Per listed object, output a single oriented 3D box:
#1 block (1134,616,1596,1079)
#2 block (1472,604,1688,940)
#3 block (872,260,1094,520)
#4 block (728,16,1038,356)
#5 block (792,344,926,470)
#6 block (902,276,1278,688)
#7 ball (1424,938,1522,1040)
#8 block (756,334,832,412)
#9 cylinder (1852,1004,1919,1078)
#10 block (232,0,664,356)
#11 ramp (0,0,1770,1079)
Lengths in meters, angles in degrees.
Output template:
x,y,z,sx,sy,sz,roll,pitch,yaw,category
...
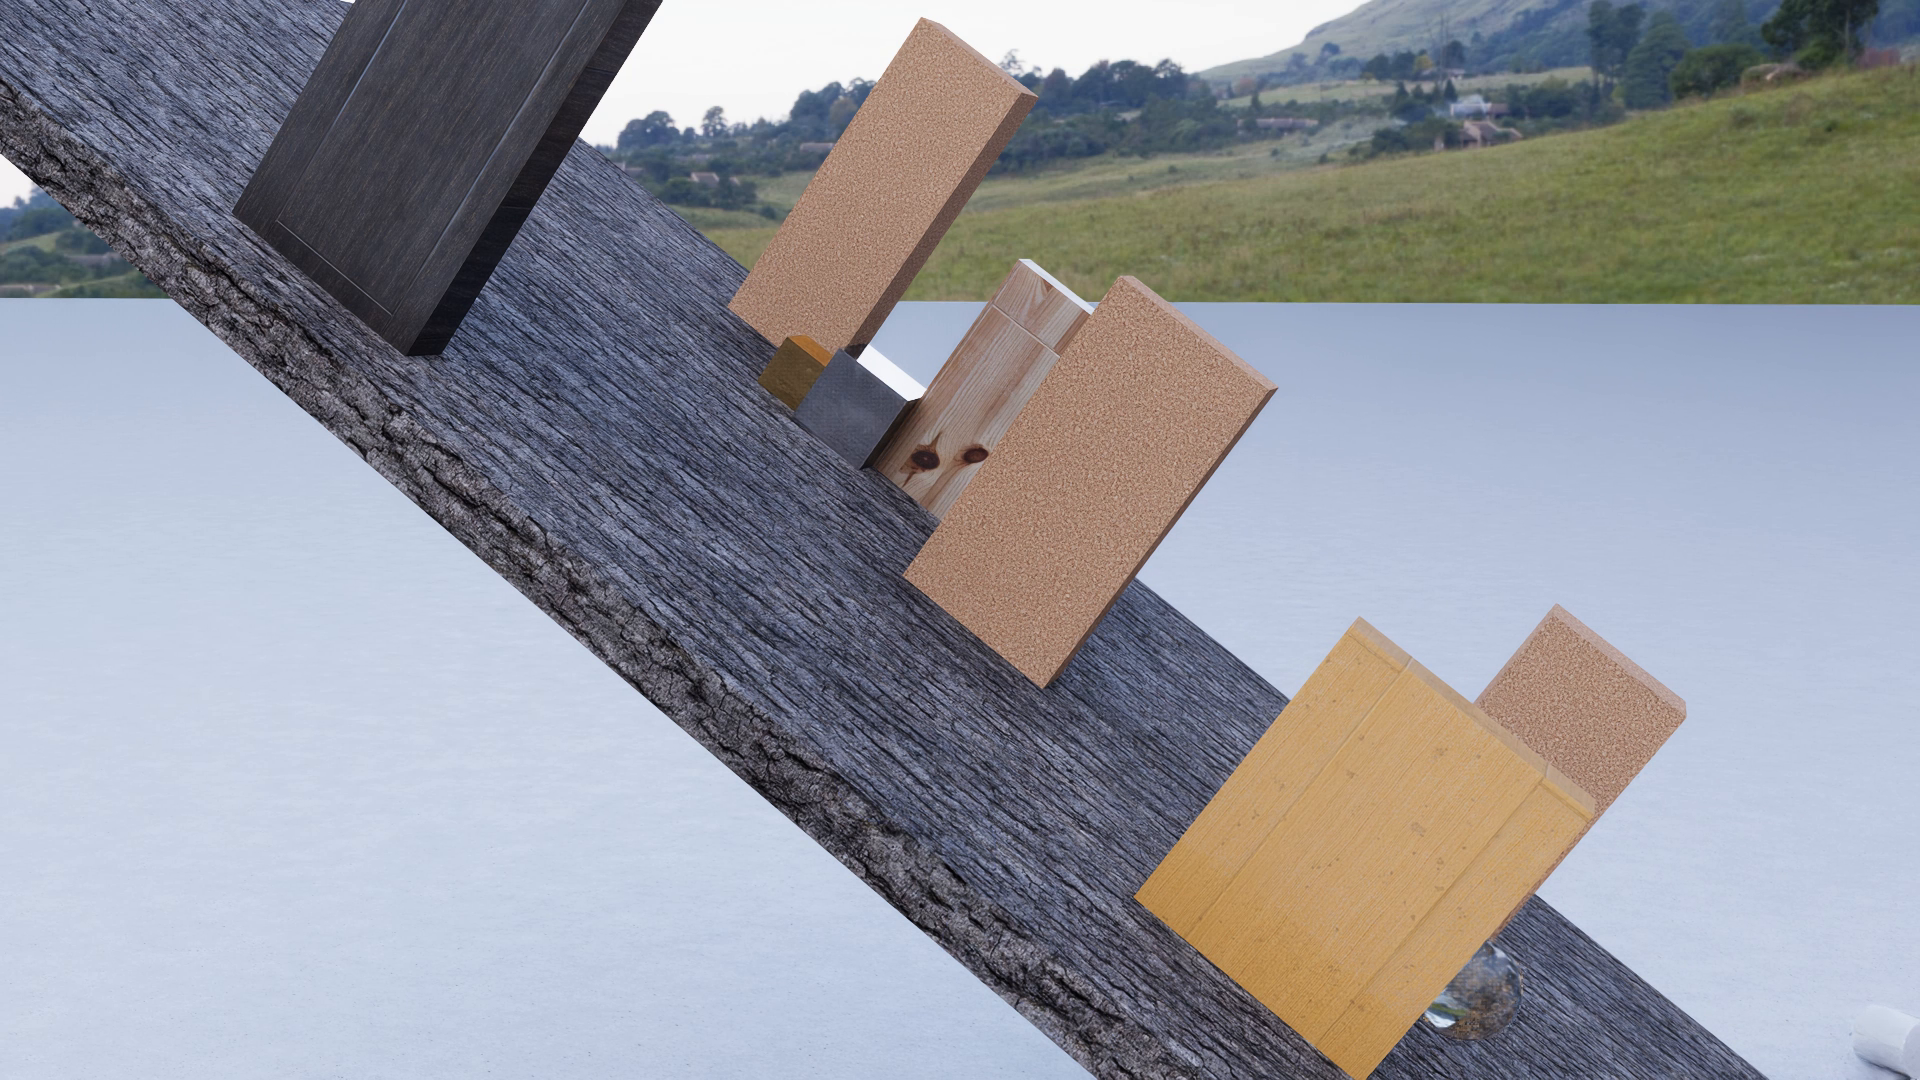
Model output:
x,y,z,sx,sy,sz,roll,pitch,yaw,category
0.600,0.464,3.296,0.435,0.541,0.097,39,16,9,block
0.953,0.455,3.870,0.276,0.646,0.146,39,16,9,block
0.149,-0.220,4.375,0.435,0.514,0.085,39,16,9,block
-0.169,-0.722,4.721,0.271,0.749,0.141,39,16,9,block
-0.196,-0.270,4.425,0.174,0.174,0.174,38,16,7,block
0.227,-0.101,3.908,0.327,0.669,0.107,39,16,9,block
0.852,0.748,3.687,0.175,0.175,0.175,0,7,0,ball
-0.320,-0.337,4.470,0.113,0.113,0.113,38,16,8,block
2.181,1.166,5.120,0.138,0.138,0.138,-4,8,-29,cylinder
-0.778,-0.689,3.376,0.375,0.730,0.108,39,16,9,block
-0.063,0.126,4.069,4.000,0.100,2.000,39,16,9,ramp
